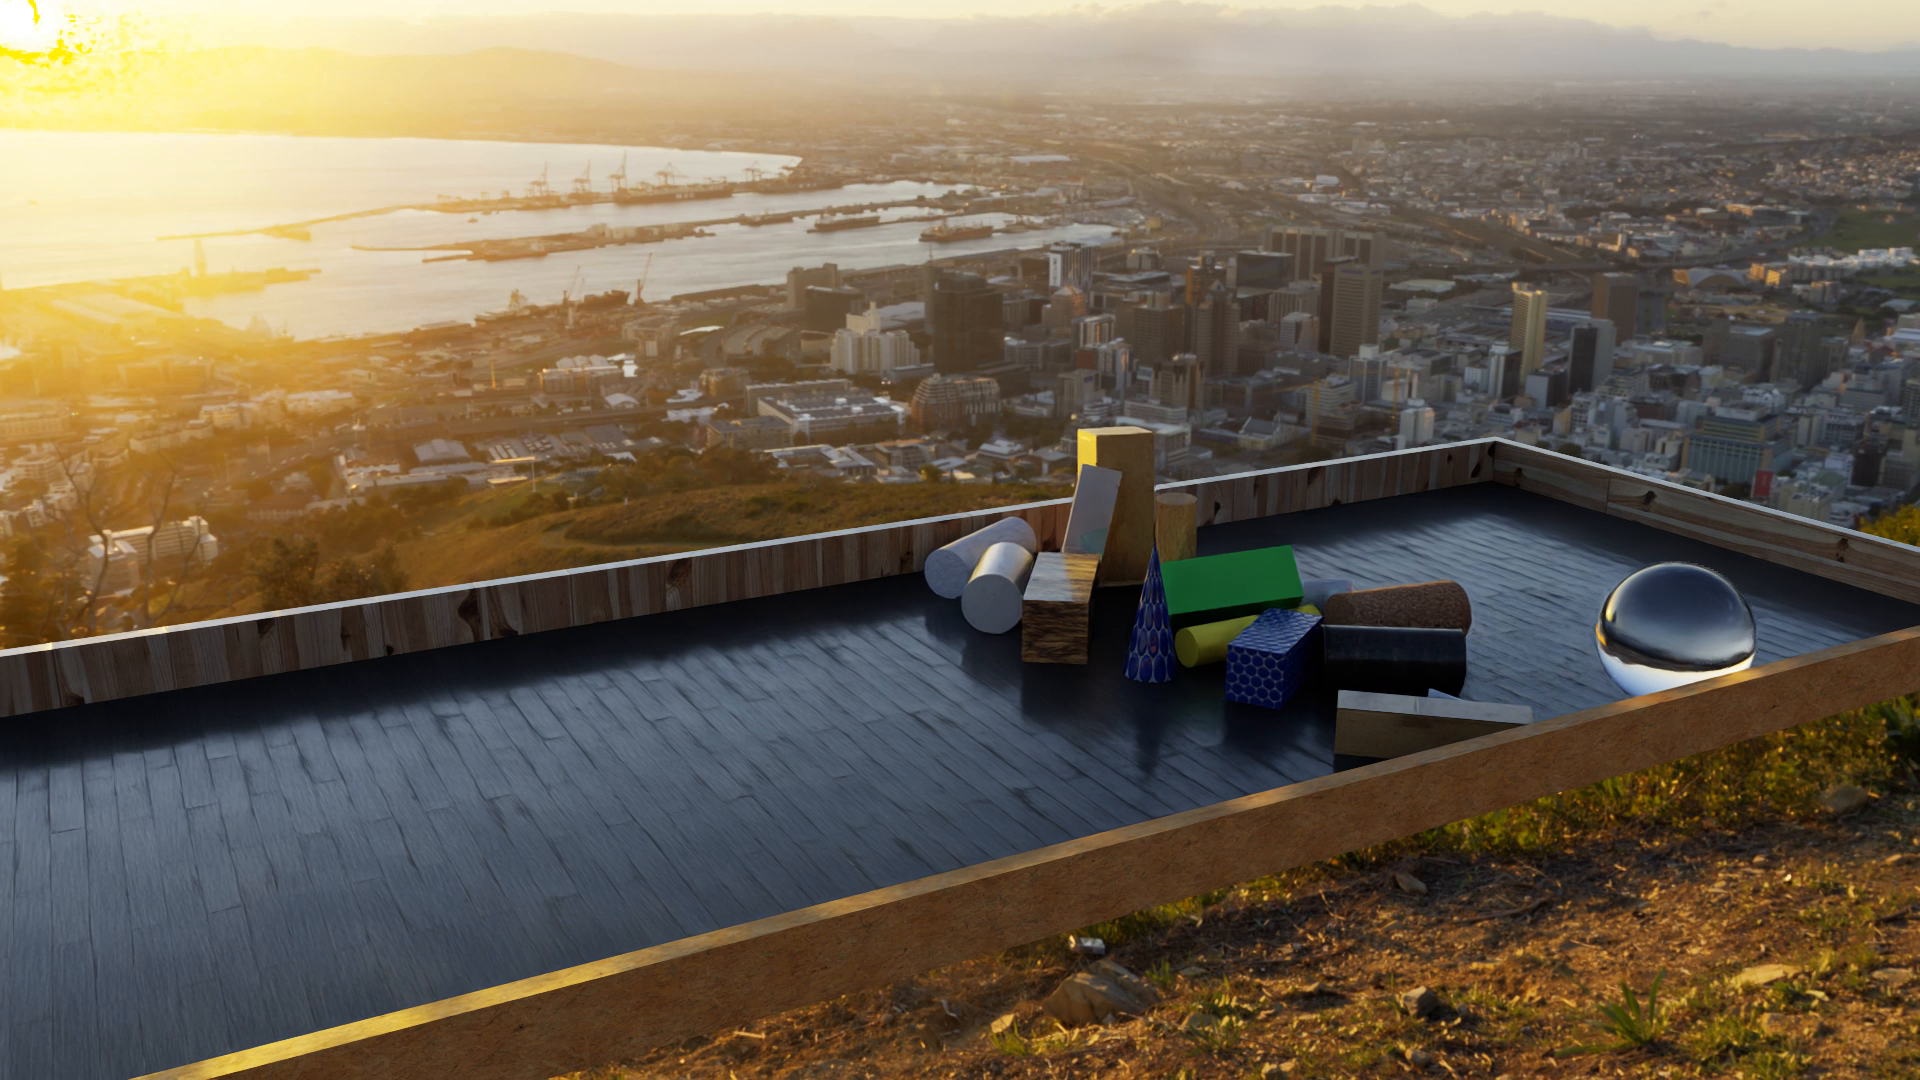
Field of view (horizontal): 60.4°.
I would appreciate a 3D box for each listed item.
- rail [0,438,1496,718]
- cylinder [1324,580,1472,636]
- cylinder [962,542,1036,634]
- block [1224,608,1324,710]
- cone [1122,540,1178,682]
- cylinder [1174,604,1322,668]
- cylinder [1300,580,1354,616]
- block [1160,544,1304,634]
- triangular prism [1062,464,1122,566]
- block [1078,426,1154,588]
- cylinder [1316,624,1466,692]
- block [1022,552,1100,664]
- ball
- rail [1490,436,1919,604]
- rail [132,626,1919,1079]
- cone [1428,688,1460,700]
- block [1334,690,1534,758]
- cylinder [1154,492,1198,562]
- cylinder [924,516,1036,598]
[{"bbox_3d":[-3.305,0.497,3.399,12.000,0.150,0.050,-9,18,-27],"label":"rail"},{"bbox_3d":[1.157,0.206,4.364,0.347,0.164,0.164,-6,17,-18],"label":"cylinder"},{"bbox_3d":[0.112,0.131,4.607,0.171,0.171,0.304,3,17,9],"label":"cylinder"},{"bbox_3d":[0.786,0.291,4.111,0.142,0.142,0.320,9,18,27],"label":"block"},{"bbox_3d":[0.486,0.166,4.157,0.144,0.357,0.144,0,16,0],"label":"cone"},{"bbox_3d":[0.761,0.250,4.321,0.407,0.103,0.103,-8,18,-26],"label":"cylinder"},{"bbox_3d":[0.928,0.165,4.605,0.323,0.105,0.105,0,16,-1],"label":"cylinder"},{"bbox_3d":[0.709,0.138,4.436,0.380,0.151,0.151,-8,-25,-3],"label":"block"},{"bbox_3d":[0.349,-0.021,4.726,0.122,0.394,0.106,11,6,-13],"label":"triangular prism"},{"bbox_3d":[0.461,-0.101,4.879,0.176,0.447,0.176,-4,11,-13],"label":"block"},{"bbox_3d":[1.066,0.293,4.088,0.339,0.153,0.153,2,16,6],"label":"cylinder"},{"bbox_3d":[0.275,0.178,4.449,0.170,0.170,0.428,2,17,8],"label":"block"},{"bbox_3d":[1.709,0.231,3.942,0.354,0.354,0.354,0,16,0],"label":"ball"},{"bbox_3d":[2.466,-0.048,5.253,0.050,0.150,2.100,-9,18,-27],"label":"rail"},{"bbox_3d":[-2.336,1.006,1.665,12.000,0.150,0.050,-9,18,-27],"label":"rail"},{"bbox_3d":[1.265,0.435,3.784,0.393,0.103,0.103,13,19,16],"label":"cone"},{"bbox_3d":[1.061,0.427,3.706,0.421,0.111,0.111,4,17,13],"label":"block"},{"bbox_3d":[0.595,0.050,4.567,0.114,0.344,0.114,-1,19,0],"label":"cylinder"},{"bbox_3d":[0.065,0.049,4.926,0.149,0.149,0.405,10,19,30],"label":"cylinder"}]
